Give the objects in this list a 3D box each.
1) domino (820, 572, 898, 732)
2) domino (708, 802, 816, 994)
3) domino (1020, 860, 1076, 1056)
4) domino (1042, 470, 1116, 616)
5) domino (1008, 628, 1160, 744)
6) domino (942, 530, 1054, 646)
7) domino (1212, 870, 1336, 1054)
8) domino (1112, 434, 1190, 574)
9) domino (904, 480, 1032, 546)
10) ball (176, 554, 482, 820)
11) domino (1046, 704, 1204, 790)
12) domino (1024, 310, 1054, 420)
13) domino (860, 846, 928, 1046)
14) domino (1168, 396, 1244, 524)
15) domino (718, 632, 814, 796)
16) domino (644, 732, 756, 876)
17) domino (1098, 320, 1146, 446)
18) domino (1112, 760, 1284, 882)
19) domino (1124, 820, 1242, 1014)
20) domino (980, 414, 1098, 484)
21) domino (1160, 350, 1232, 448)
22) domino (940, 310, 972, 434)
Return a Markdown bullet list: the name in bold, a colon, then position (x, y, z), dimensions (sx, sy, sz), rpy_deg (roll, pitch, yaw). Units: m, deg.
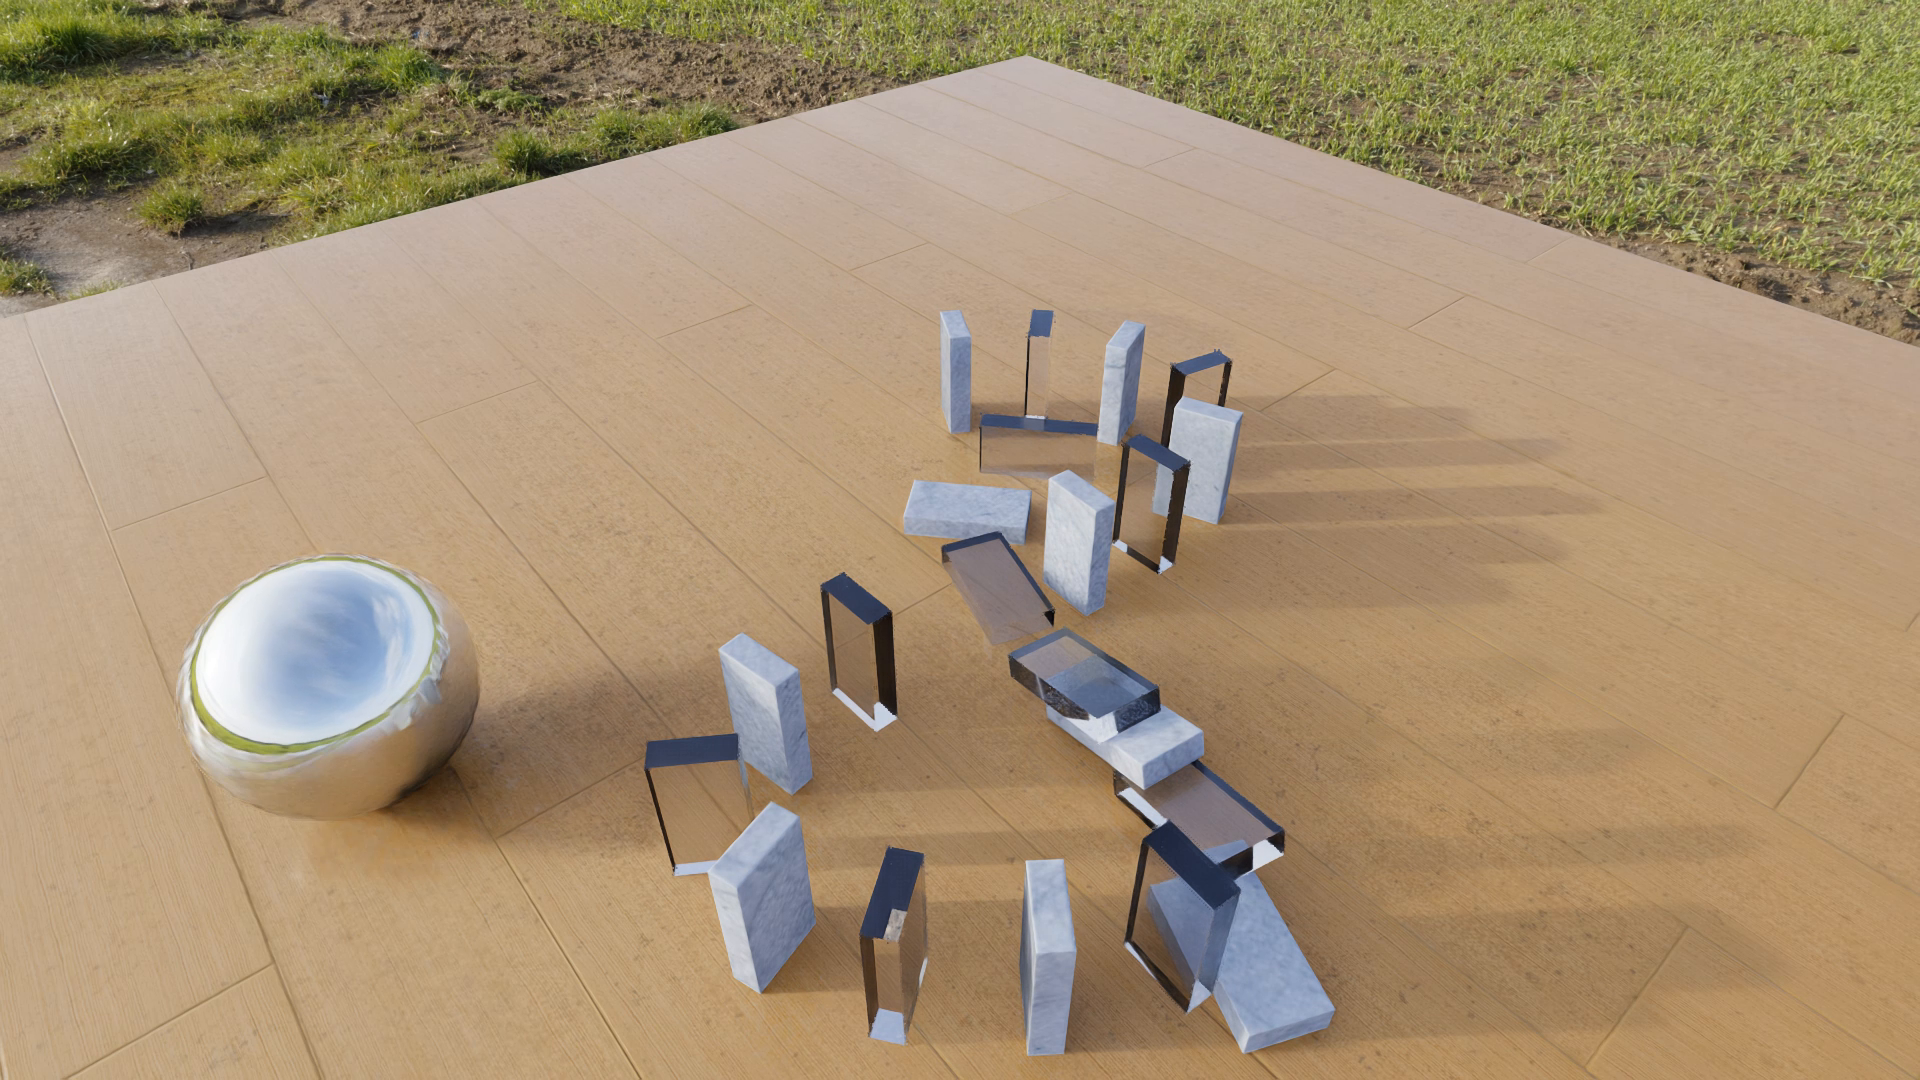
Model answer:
- **domino**: position (-0.033, 0.038, 0.365), dimensions (0.009, 0.050, 0.025), rpy_deg (-30, 48, -31)
- **domino**: position (-0.052, 0.096, 0.294), dimensions (0.009, 0.050, 0.025), rpy_deg (21, 44, 24)
- **domino**: position (0.022, 0.107, 0.281), dimensions (0.009, 0.050, 0.025), rpy_deg (-2, 39, -2)
- **domino**: position (0.044, 0.001, 0.410), dimensions (0.009, 0.050, 0.025), rpy_deg (-26, 46, -28)
- **domino**: position (0.041, 0.047, 0.368), dimensions (0.025, 0.009, 0.050), rpy_deg (-22, 30, -24)
- **domino**: position (0.014, 0.017, 0.422), dimensions (0.025, 0.010, 0.050), rpy_deg (-15, 42, -17)
- **domino**: position (0.079, 0.113, 0.305), dimensions (0.025, 0.009, 0.050), rpy_deg (-11, 41, -13)
- **domino**: position (0.074, -0.014, 0.428), dimensions (0.009, 0.050, 0.025), rpy_deg (-29, 47, -31)
- **domino**: position (0.004, -0.012, 0.458), dimensions (0.050, 0.010, 0.025), rpy_deg (5, 40, 7)
- **ball**: position (-0.189, 0.044, 0.334), dimensions (0.080, 0.080, 0.080), rpy_deg (0, 39, 0)
- **domino**: position (0.053, 0.060, 0.360), dimensions (0.025, 0.009, 0.050), rpy_deg (-23, 30, -25)
- **domino**: position (0.036, -0.077, 0.506), dimensions (0.010, 0.050, 0.025), rpy_deg (5, 40, 6)
- **domino**: position (-0.016, 0.105, 0.283), dimensions (0.010, 0.050, 0.025), rpy_deg (8, 40, 10)
- **domino**: position (0.098, -0.032, 0.451), dimensions (0.025, 0.050, 0.010), rpy_deg (19, 43, 22)
- **domino**: position (-0.060, 0.055, 0.344), dimensions (0.025, 0.050, 0.009), rpy_deg (28, 47, 29)
- **domino**: position (-0.073, 0.077, 0.317), dimensions (0.025, 0.050, 0.009), rpy_deg (-5, 40, -6)
- **domino**: position (0.073, -0.071, 0.498), dimensions (0.010, 0.050, 0.025), rpy_deg (17, 42, 20)
- **domino**: position (0.071, 0.082, 0.334), dimensions (0.025, 0.010, 0.050), rpy_deg (-19, 29, -21)
- **domino**: position (0.058, 0.100, 0.290), dimensions (0.009, 0.050, 0.025), rpy_deg (-25, 45, -27)
- **domino**: position (0.034, -0.040, 0.480), dimensions (0.050, 0.025, 0.009), rpy_deg (6, 40, 7)
- **domino**: position (0.102, -0.055, 0.479), dimensions (0.025, 0.050, 0.009), rpy_deg (-20, 43, -22)
- **domino**: position (-0.002, -0.077, 0.505), dimensions (0.009, 0.050, 0.025), rpy_deg (-7, 40, -8)
